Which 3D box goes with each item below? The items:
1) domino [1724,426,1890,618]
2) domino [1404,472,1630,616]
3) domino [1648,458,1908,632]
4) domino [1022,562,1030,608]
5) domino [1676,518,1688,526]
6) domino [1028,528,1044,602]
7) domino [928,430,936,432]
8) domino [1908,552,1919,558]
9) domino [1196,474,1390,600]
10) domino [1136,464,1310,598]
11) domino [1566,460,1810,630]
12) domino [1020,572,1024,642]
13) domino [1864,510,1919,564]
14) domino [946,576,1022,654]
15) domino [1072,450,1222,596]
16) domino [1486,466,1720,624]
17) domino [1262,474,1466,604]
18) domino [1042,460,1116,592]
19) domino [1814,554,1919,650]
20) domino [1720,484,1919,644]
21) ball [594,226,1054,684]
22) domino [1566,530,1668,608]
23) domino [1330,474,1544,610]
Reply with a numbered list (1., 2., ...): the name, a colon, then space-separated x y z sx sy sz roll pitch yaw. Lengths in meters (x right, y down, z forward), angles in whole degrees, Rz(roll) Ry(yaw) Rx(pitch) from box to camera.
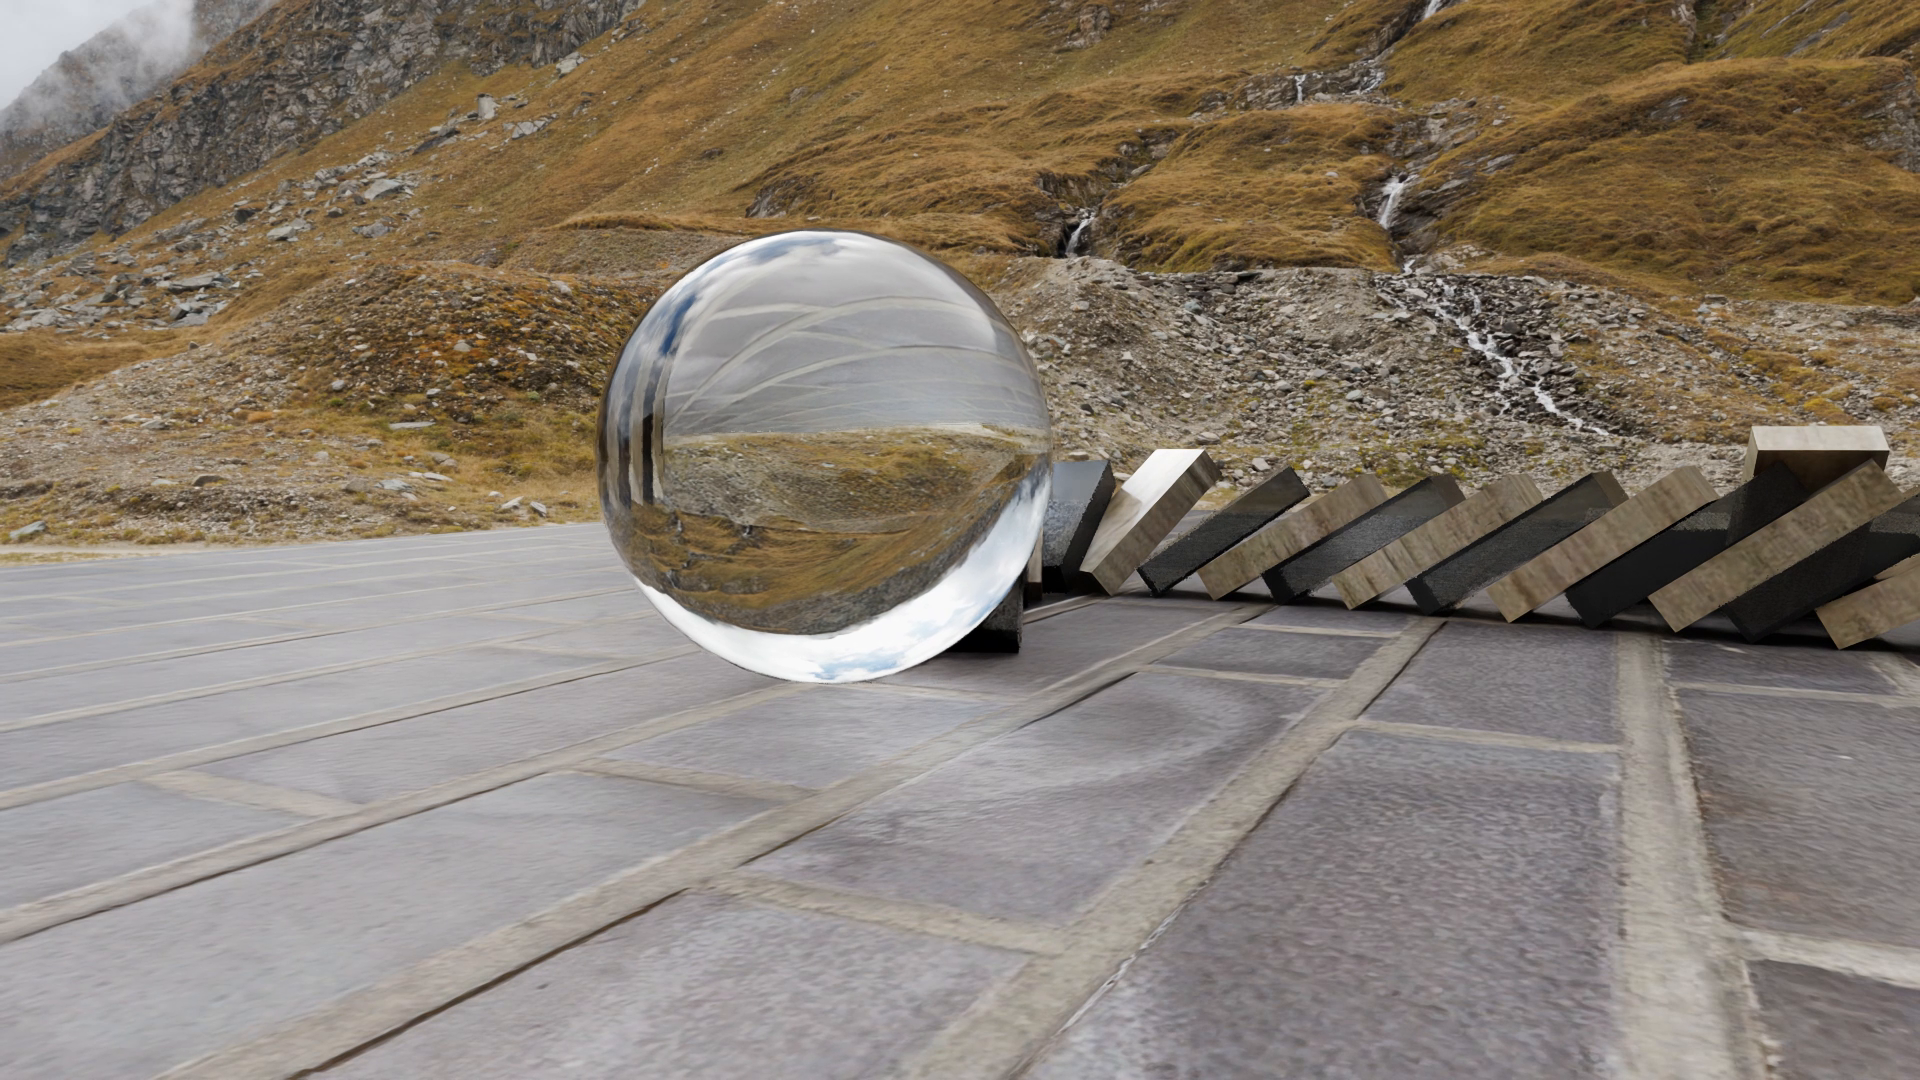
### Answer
1. domino: 0.199 -0.003 0.304 0.025 0.050 0.009 2 39 21
2. domino: 0.137 0.001 0.315 0.050 0.010 0.025 -38 -18 32
3. domino: 0.178 0.001 0.281 0.050 0.010 0.025 -41 -18 30
4. domino: 0.006 -0.006 0.345 0.025 0.050 0.010 0 -34 6
5. domino: 0.205 0.004 0.357 0.050 0.025 0.010 3 50 38
6. domino: 0.011 -0.007 0.357 0.025 0.050 0.010 0 -34 6
7. domino: 0.002 -0.004 0.321 0.025 0.050 0.010 2 -34 7
8. domino: 0.239 0.006 0.356 0.025 0.009 0.050 30 -12 -31
9. domino: 0.091 -0.001 0.350 0.050 0.009 0.025 -33 -10 24
10. domino: 0.074 -0.003 0.361 0.050 0.010 0.025 -35 -3 12
11. domino: 0.165 0.001 0.292 0.050 0.010 0.025 -42 -19 32
12. domino: 0.002 -0.001 0.284 0.025 0.050 0.010 0 -34 6
13. domino: 0.268 0.005 0.346 0.025 0.010 0.050 41 10 5
14. domino: 0.001 0.000 0.272 0.025 0.050 0.009 0 -34 6
15. domino: 0.051 -0.006 0.374 0.050 0.009 0.025 -46 20 -14
16. domino: 0.152 0.001 0.303 0.050 0.010 0.025 -41 -20 31
17. domino: 0.107 0.000 0.338 0.050 0.010 0.025 -35 -15 30
18. domino: 0.026 -0.004 0.375 0.025 0.009 0.050 -2 38 28
19. domino: 0.205 0.006 0.264 0.050 0.010 0.025 -32 -14 31
20. domino: 0.189 0.003 0.272 0.050 0.009 0.025 -41 -18 28
21. ball: -0.023 -0.015 0.228 0.080 0.080 0.080 0 4 0
22. domino: 0.186 0.007 0.333 0.050 0.009 0.025 -1 -29 -15
23. domino: 0.122 0.001 0.327 0.050 0.010 0.025 -36 -16 31
